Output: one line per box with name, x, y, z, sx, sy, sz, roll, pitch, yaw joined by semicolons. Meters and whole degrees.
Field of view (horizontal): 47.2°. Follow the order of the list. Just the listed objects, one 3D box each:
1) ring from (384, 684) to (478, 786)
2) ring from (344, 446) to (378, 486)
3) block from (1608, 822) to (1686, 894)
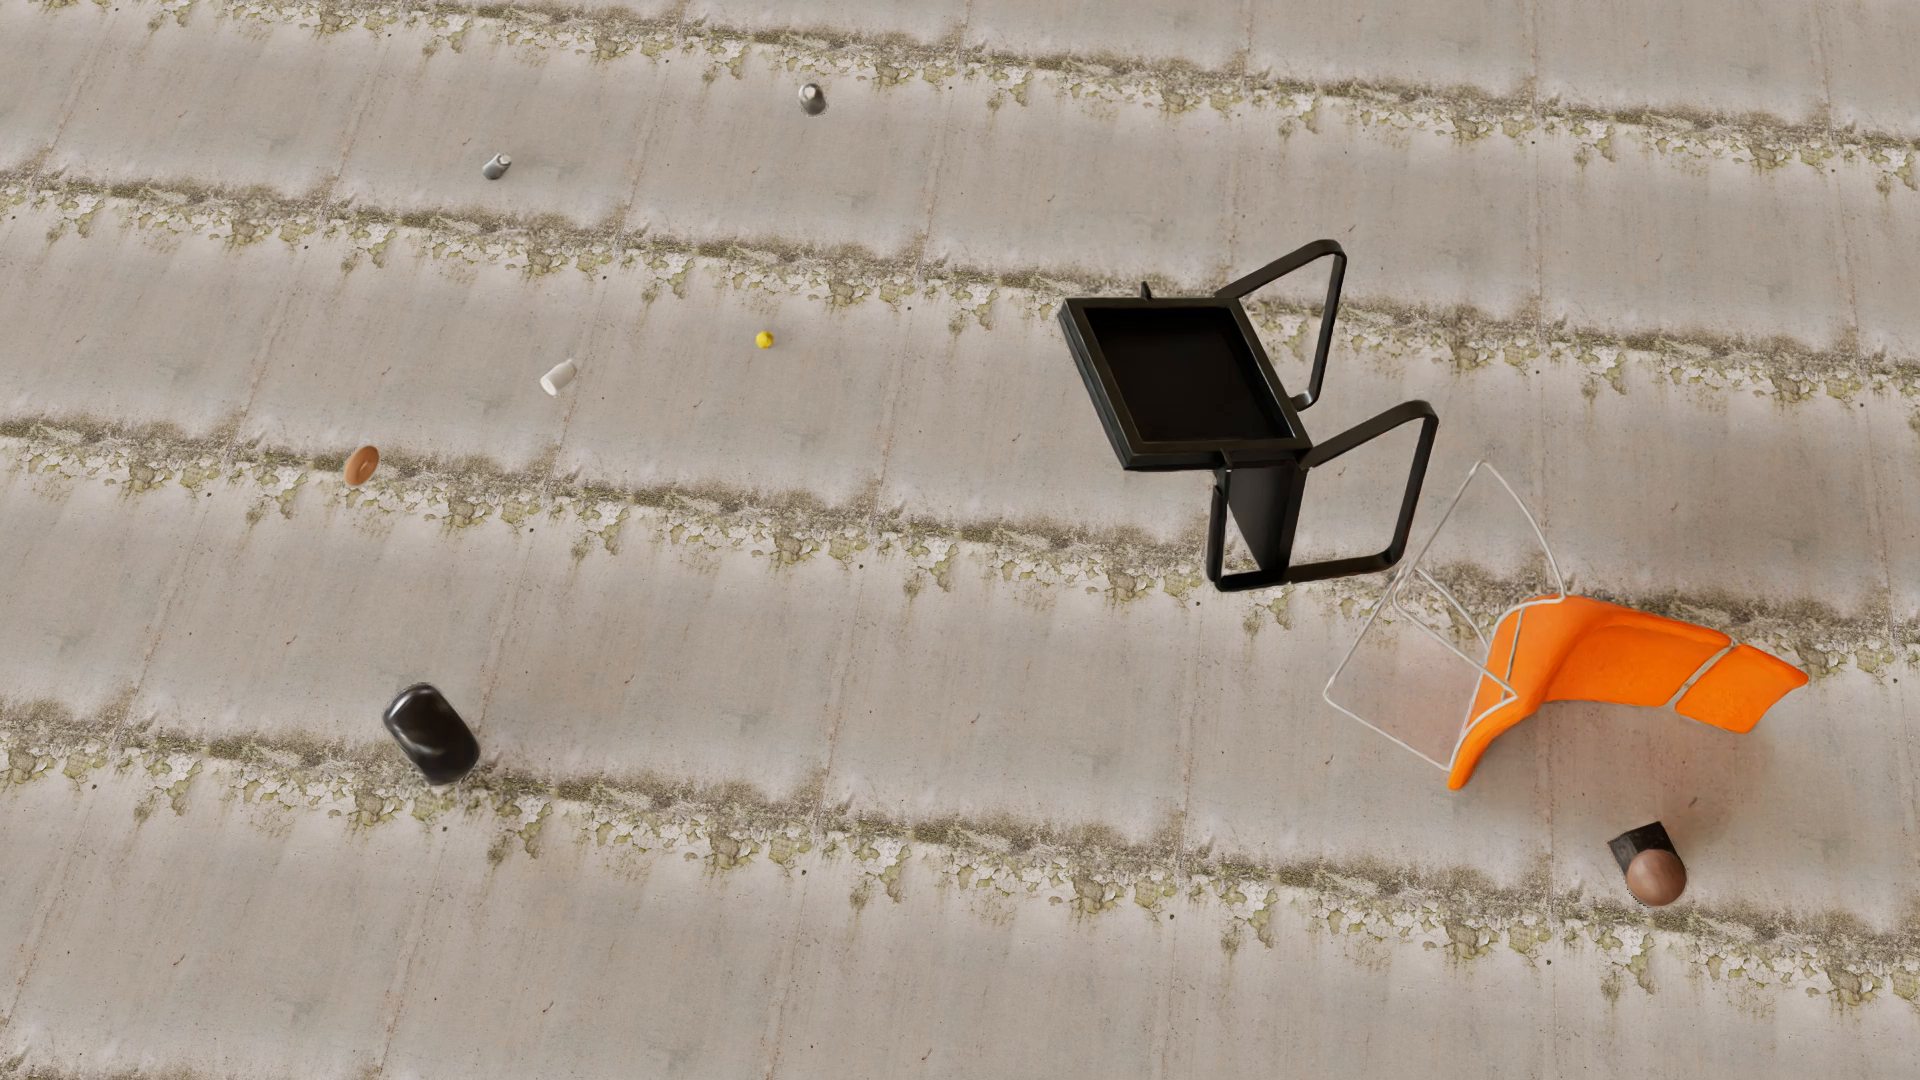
ring;-1.448;0.535;6.030;0.169;0.311;0.265;-39;53;-16
ring;-1.801;-0.223;6.619;0.038;0.185;0.115;46;53;10
block;1.843;0.850;5.897;0.169;0.068;0.150;-7;65;-42
